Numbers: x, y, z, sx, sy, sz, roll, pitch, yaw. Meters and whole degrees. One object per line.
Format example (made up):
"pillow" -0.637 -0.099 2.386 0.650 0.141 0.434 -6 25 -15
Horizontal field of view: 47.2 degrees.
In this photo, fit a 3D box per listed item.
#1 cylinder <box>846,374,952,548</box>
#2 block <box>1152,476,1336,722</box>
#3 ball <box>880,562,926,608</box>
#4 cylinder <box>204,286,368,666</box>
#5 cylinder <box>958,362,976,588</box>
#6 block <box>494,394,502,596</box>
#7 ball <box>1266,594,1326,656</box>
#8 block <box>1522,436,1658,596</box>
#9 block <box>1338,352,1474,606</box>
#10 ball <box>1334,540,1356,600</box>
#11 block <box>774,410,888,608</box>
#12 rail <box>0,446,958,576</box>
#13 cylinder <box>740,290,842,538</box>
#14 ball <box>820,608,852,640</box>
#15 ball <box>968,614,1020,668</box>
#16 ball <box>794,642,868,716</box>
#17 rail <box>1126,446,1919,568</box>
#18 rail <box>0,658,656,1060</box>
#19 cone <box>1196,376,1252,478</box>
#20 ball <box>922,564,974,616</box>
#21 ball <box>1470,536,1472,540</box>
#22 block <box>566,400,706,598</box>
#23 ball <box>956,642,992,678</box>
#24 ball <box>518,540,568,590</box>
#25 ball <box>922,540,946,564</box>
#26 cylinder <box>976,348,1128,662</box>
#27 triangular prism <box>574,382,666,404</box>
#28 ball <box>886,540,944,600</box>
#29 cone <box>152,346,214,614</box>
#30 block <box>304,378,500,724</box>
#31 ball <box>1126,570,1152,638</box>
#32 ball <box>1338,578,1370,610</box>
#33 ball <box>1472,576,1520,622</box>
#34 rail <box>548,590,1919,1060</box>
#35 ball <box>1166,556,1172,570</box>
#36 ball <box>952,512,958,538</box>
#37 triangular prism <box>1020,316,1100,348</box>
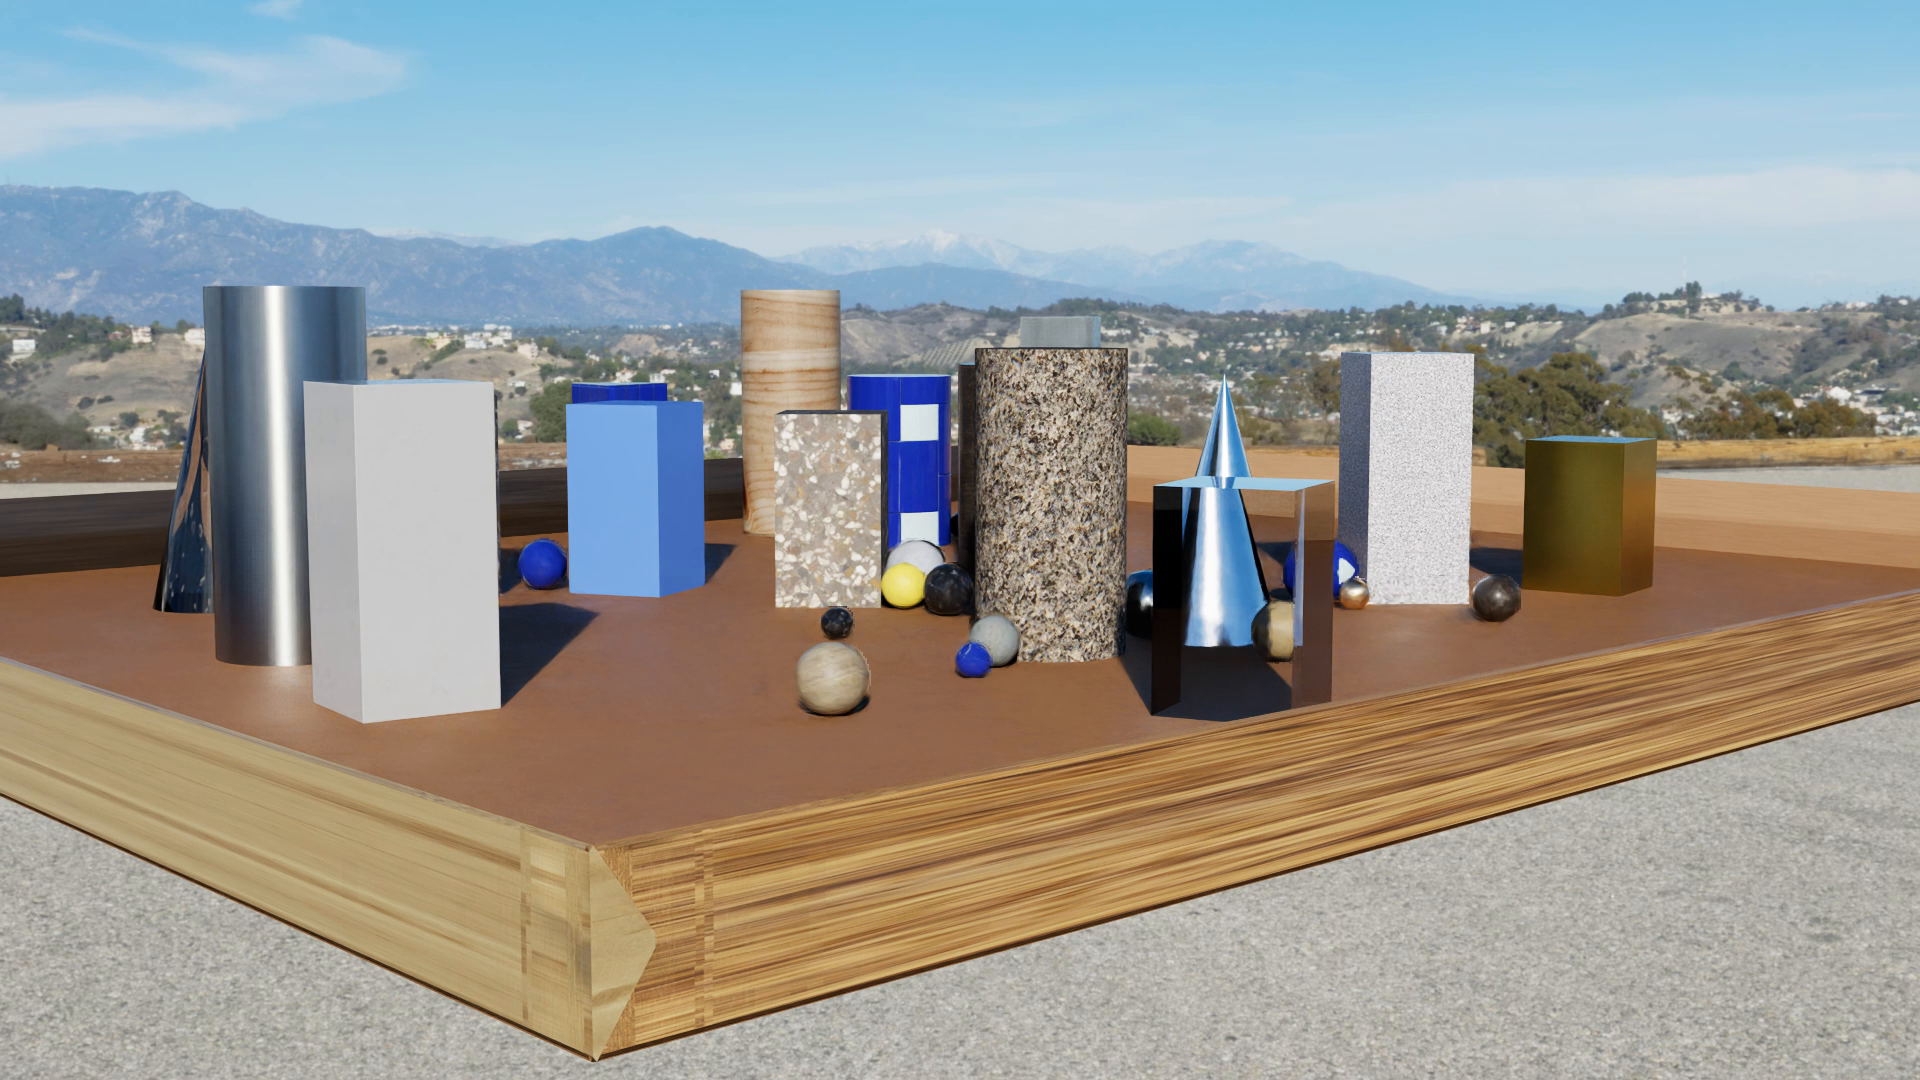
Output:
"cylinder" -0.116 -0.154 4.209 0.199 0.322 0.199 0 6 0
"block" 0.317 0.063 2.451 0.159 0.255 0.159 3 7 25
"ball" -0.084 0.069 3.298 0.069 0.069 0.069 0 6 0
"cylinder" -0.864 -0.088 2.838 0.199 0.475 0.199 0 6 0
"cylinder" 0.096 -0.108 3.592 0.199 0.359 0.199 0 6 0
"block" -0.809 -0.062 3.369 0.159 0.315 0.159 1 6 7
"ball" 0.436 0.110 2.851 0.079 0.079 0.079 0 6 0
"block" 1.012 -0.042 3.535 0.159 0.240 0.159 4 7 35
"block" 0.687 -0.099 3.408 0.159 0.380 0.159 -1 6 -7
"ball" 0.563 0.045 3.389 0.096 0.096 0.096 0 6 0
"block" -0.195 -0.051 3.377 0.159 0.291 0.159 0 6 2
"rail" -0.902 -0.068 4.304 3.092 0.129 0.045 -5 8 -42
"cylinder" -0.337 -0.256 4.402 0.199 0.485 0.199 0 6 0
"ball" -0.168 0.113 2.993 0.043 0.043 0.043 0 6 0
"ball" 0.043 0.127 2.758 0.065 0.065 0.065 0 6 0
"ball" -0.142 0.153 2.426 0.082 0.082 0.082 0 6 0
"rail" 1.119 -0.073 4.358 0.045 0.129 2.708 -5 8 -42
"rail" -1.119 0.141 2.305 0.045 0.129 2.708 -5 8 -42
"cone" 0.367 -0.052 3.066 0.199 0.358 0.199 0 6 0
"ball" -0.017 0.073 3.225 0.076 0.076 0.076 0 6 0
"ball" 0.894 -0.004 3.997 0.068 0.068 0.068 0 6 0
"block" -0.517 -0.070 3.516 0.159 0.299 0.159 2 6 20
"ball" 0.016 0.146 2.674 0.044 0.044 0.044 0 6 0
"ball" -0.669 0.040 3.523 0.079 0.079 0.079 0 6 0
"ball" -0.063 0.041 3.498 0.082 0.082 0.082 0 6 0
"cylinder" 0.119 -0.052 2.873 0.199 0.396 0.199 0 6 0
"triangular prism" -0.610 -0.135 4.076 0.149 0.312 0.172 -4 7 -33
"ball" -0.069 0.047 3.392 0.093 0.093 0.093 0 6 0
"cone" -1.123 -0.122 3.322 0.199 0.442 0.199 0 6 0
"block" -0.627 0.005 2.472 0.159 0.366 0.159 -4 7 -35
"ball" 0.253 0.088 2.998 0.093 0.093 0.093 0 6 0
"ball" 0.588 0.082 3.277 0.047 0.047 0.047 0 6 0
"ball" 0.769 0.084 3.157 0.067 0.067 0.067 0 6 0
"rail" 0.902 0.135 2.360 3.092 0.129 0.045 -5 8 -42
"ball" 0.367 0.044 3.571 0.062 0.062 0.062 0 6 0
"ball" 0.013 -0.028 4.252 0.064 0.064 0.064 0 6 0
"triangular prism" 0.228 -0.213 4.243 0.172 0.433 0.149 4 7 35
